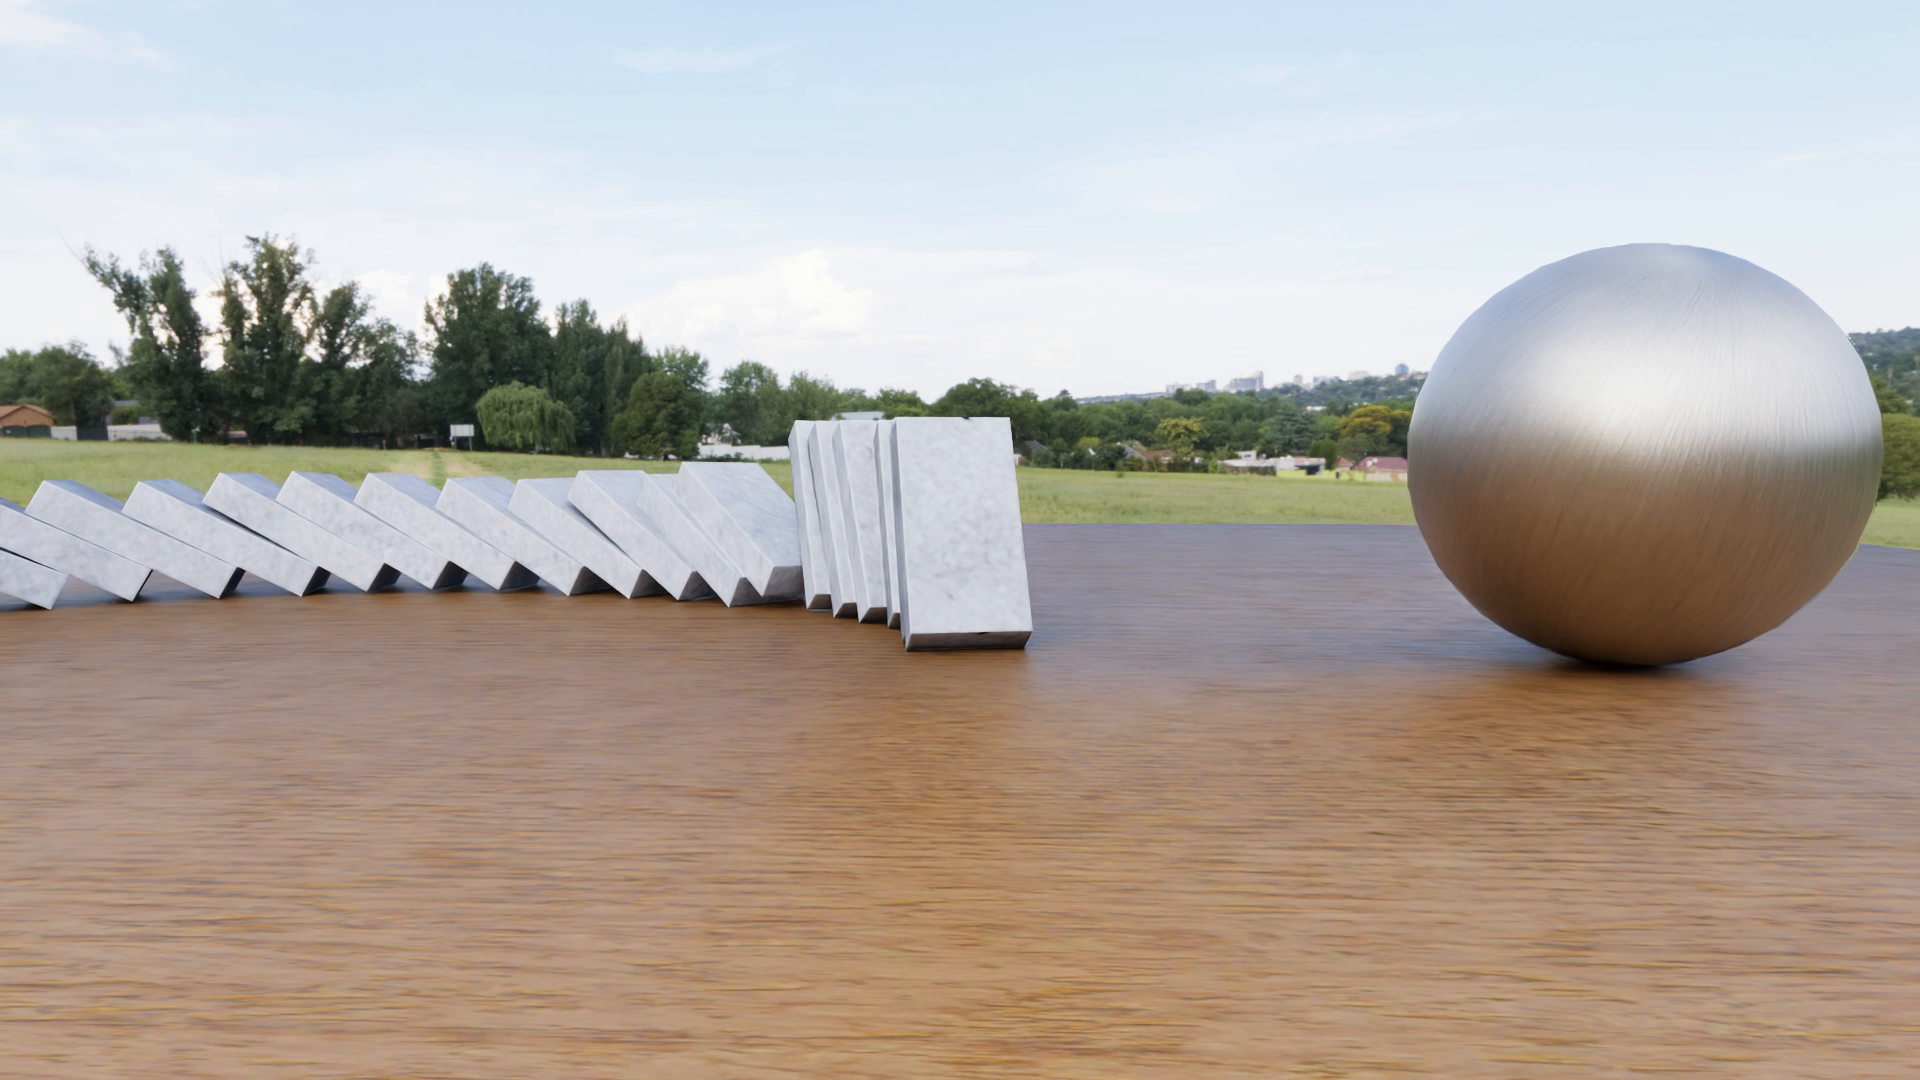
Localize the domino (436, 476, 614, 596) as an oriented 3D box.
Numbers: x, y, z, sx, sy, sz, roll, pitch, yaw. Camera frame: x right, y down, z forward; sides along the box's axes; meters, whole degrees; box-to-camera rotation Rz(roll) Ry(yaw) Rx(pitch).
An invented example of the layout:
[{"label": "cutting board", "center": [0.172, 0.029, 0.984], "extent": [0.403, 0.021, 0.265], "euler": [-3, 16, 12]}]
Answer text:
[{"label": "domino", "center": [-0.125, -0.002, 0.376], "extent": [0.050, 0.010, 0.025], "euler": [31, 12, 13]}]

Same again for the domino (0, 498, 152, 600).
[{"label": "domino", "center": [-0.243, 0.000, 0.342], "extent": [0.050, 0.010, 0.025], "euler": [31, -13, -27]}]

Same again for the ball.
[{"label": "ball", "center": [0.128, -0.016, 0.246], "extent": [0.080, 0.080, 0.080], "euler": [0, 4, 0]}]

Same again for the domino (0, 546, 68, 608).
[{"label": "domino", "center": [-0.257, 0.002, 0.326], "extent": [0.050, 0.010, 0.025], "euler": [31, -16, -36]}]

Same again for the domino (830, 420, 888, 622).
[{"label": "domino", "center": [-0.015, -0.005, 0.316], "extent": [0.025, 0.050, 0.009], "euler": [-2, -24, -21]}]

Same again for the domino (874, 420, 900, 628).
[{"label": "domino", "center": [-0.006, -0.005, 0.306], "extent": [0.025, 0.050, 0.009], "euler": [-1, -25, -11]}]

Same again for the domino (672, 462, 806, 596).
[{"label": "domino", "center": [-0.054, -0.004, 0.348], "extent": [0.025, 0.010, 0.050], "euler": [-2, 36, -44]}]

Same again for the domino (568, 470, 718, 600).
[{"label": "domino", "center": [-0.085, -0.002, 0.364], "extent": [0.050, 0.009, 0.025], "euler": [38, 20, 24]}]

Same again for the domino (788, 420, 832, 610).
[{"label": "domino", "center": [-0.029, -0.007, 0.335], "extent": [0.025, 0.050, 0.009], "euler": [0, -27, -21]}]

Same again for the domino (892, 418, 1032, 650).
[{"label": "domino", "center": [0.000, -0.002, 0.273], "extent": [0.025, 0.050, 0.009], "euler": [-1, -25, -9]}]

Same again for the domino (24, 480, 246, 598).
[{"label": "domino", "center": [-0.226, 0.000, 0.355], "extent": [0.050, 0.010, 0.025], "euler": [29, -7, -20]}]

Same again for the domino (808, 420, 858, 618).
[{"label": "domino", "center": [-0.022, -0.006, 0.325], "extent": [0.025, 0.050, 0.010], "euler": [-2, -24, -21]}]

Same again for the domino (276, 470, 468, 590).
[{"label": "domino", "center": [-0.169, -0.003, 0.375], "extent": [0.050, 0.010, 0.025], "euler": [30, 0, -3]}]

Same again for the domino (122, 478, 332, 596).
[{"label": "domino", "center": [-0.206, -0.001, 0.365], "extent": [0.050, 0.009, 0.025], "euler": [29, -3, -13]}]

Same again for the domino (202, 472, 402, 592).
[{"label": "domino", "center": [-0.188, -0.003, 0.371], "extent": [0.050, 0.010, 0.025], "euler": [31, -2, -7]}]

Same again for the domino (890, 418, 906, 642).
[{"label": "domino", "center": [-0.001, -0.003, 0.284], "extent": [0.025, 0.050, 0.010], "euler": [0, -25, -9]}]

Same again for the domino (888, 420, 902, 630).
[{"label": "domino", "center": [-0.002, -0.004, 0.295], "extent": [0.025, 0.050, 0.010], "euler": [-1, -25, -9]}]

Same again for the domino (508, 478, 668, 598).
[{"label": "domino", "center": [-0.103, -0.001, 0.371], "extent": [0.050, 0.010, 0.025], "euler": [33, 17, 20]}]

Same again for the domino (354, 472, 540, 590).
[{"label": "domino", "center": [-0.148, -0.003, 0.377], "extent": [0.050, 0.010, 0.025], "euler": [30, 4, 5]}]

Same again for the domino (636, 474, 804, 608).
[{"label": "domino", "center": [-0.065, -0.001, 0.355], "extent": [0.025, 0.010, 0.050], "euler": [-4, 37, -46]}]
